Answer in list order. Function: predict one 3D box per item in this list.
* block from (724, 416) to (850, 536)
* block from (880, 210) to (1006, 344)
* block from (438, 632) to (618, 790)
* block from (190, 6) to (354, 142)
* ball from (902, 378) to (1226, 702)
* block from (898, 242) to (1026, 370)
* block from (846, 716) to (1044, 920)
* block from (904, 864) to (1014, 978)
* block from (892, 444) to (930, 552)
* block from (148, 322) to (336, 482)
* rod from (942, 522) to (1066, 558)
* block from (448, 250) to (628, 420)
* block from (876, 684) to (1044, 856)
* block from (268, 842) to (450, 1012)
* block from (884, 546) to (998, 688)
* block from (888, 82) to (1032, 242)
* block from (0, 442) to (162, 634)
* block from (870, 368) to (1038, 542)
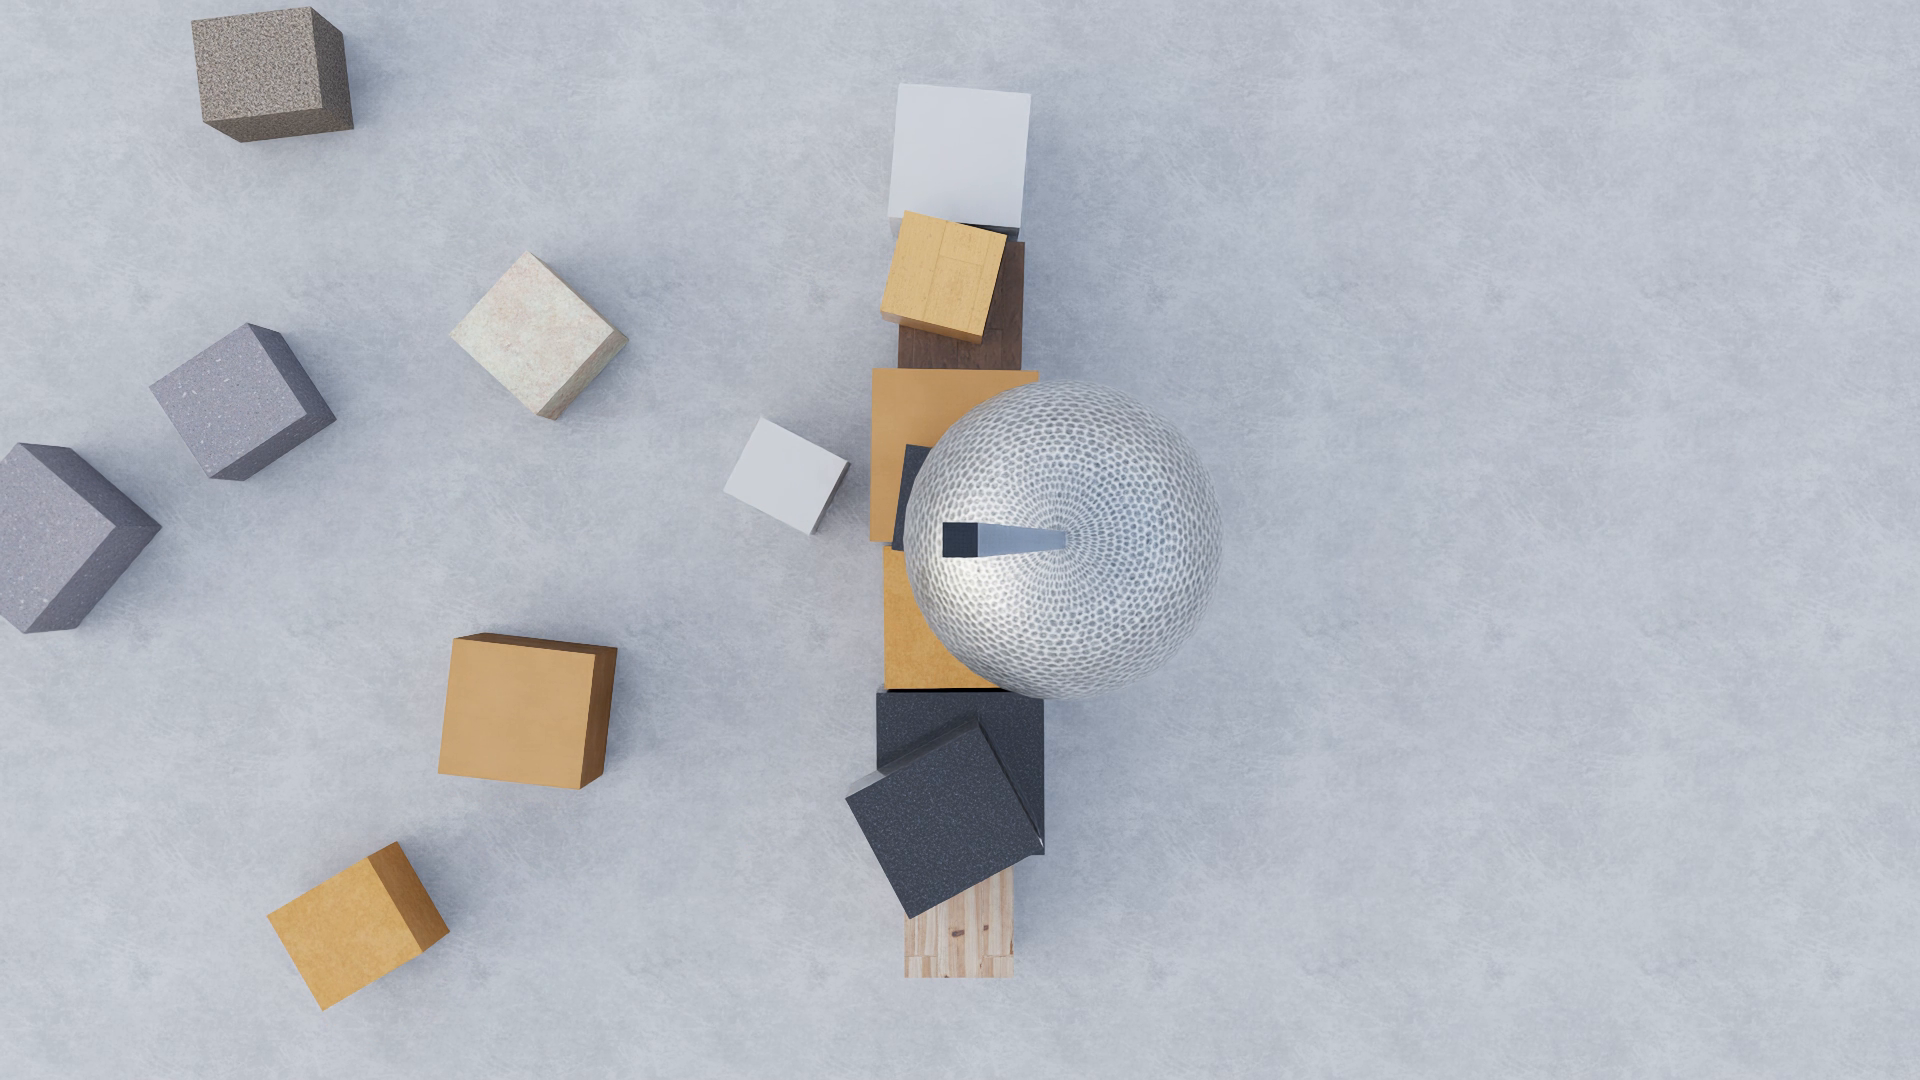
[{"bbox_3d":[-0.996,-0.365,12.755,0.551,0.491,0.474,27,90,0],"label":"block"},{"bbox_3d":[-0.090,-1.443,12.149,0.569,0.540,0.560,14,90,0],"label":"block"},{"bbox_3d":[-2.460,0.966,12.597,0.792,0.806,0.755,7,90,0],"label":"block"},{"bbox_3d":[-3.952,-2.673,12.676,0.676,0.649,0.574,-7,90,0],"label":"block"},{"bbox_3d":[0.515,0.000,10.915,1.600,1.600,1.600,0,90,0],"label":"ball"},{"bbox_3d":[0.008,-1.326,12.709,0.698,0.581,0.738,2,90,0],"label":"block"},{"bbox_3d":[-0.082,1.483,11.865,0.795,0.721,0.719,-28,90,0],"label":"block"},{"bbox_3d":[-0.006,2.100,12.623,0.607,0.753,0.676,0,90,0],"label":"block"},{"bbox_3d":[-0.042,-0.189,11.937,0.572,0.553,0.567,8,90,0],"label":"block"},{"bbox_3d":[-4.128,-0.787,12.697,0.662,0.607,0.618,-33,90,0],"label":"block"},{"bbox_3d":[0.223,0.000,7.528,0.080,5.200,0.080,0,90,5],"label":"rod"},{"bbox_3d":[-2.418,-1.171,12.699,0.667,0.601,0.650,43,90,0],"label":"block"},{"bbox_3d":[0.002,1.301,12.613,0.933,0.775,0.907,0,90,0],"label":"block"},{"bbox_3d":[-3.454,2.212,12.671,0.653,0.659,0.622,-30,90,0],"label":"block"},{"bbox_3d":[-0.055,0.426,12.612,0.736,0.776,0.794,-1,90,0],"label":"block"},{"bbox_3d":[-0.003,-2.144,12.627,0.739,0.745,0.749,5,90,0],"label":"block"},{"bbox_3d":[-5.245,-0.010,12.638,0.720,0.724,0.794,41,90,0],"label":"block"},{"bbox_3d":[-0.032,-0.466,12.606,0.926,0.787,0.962,1,90,0],"label":"block"}]
